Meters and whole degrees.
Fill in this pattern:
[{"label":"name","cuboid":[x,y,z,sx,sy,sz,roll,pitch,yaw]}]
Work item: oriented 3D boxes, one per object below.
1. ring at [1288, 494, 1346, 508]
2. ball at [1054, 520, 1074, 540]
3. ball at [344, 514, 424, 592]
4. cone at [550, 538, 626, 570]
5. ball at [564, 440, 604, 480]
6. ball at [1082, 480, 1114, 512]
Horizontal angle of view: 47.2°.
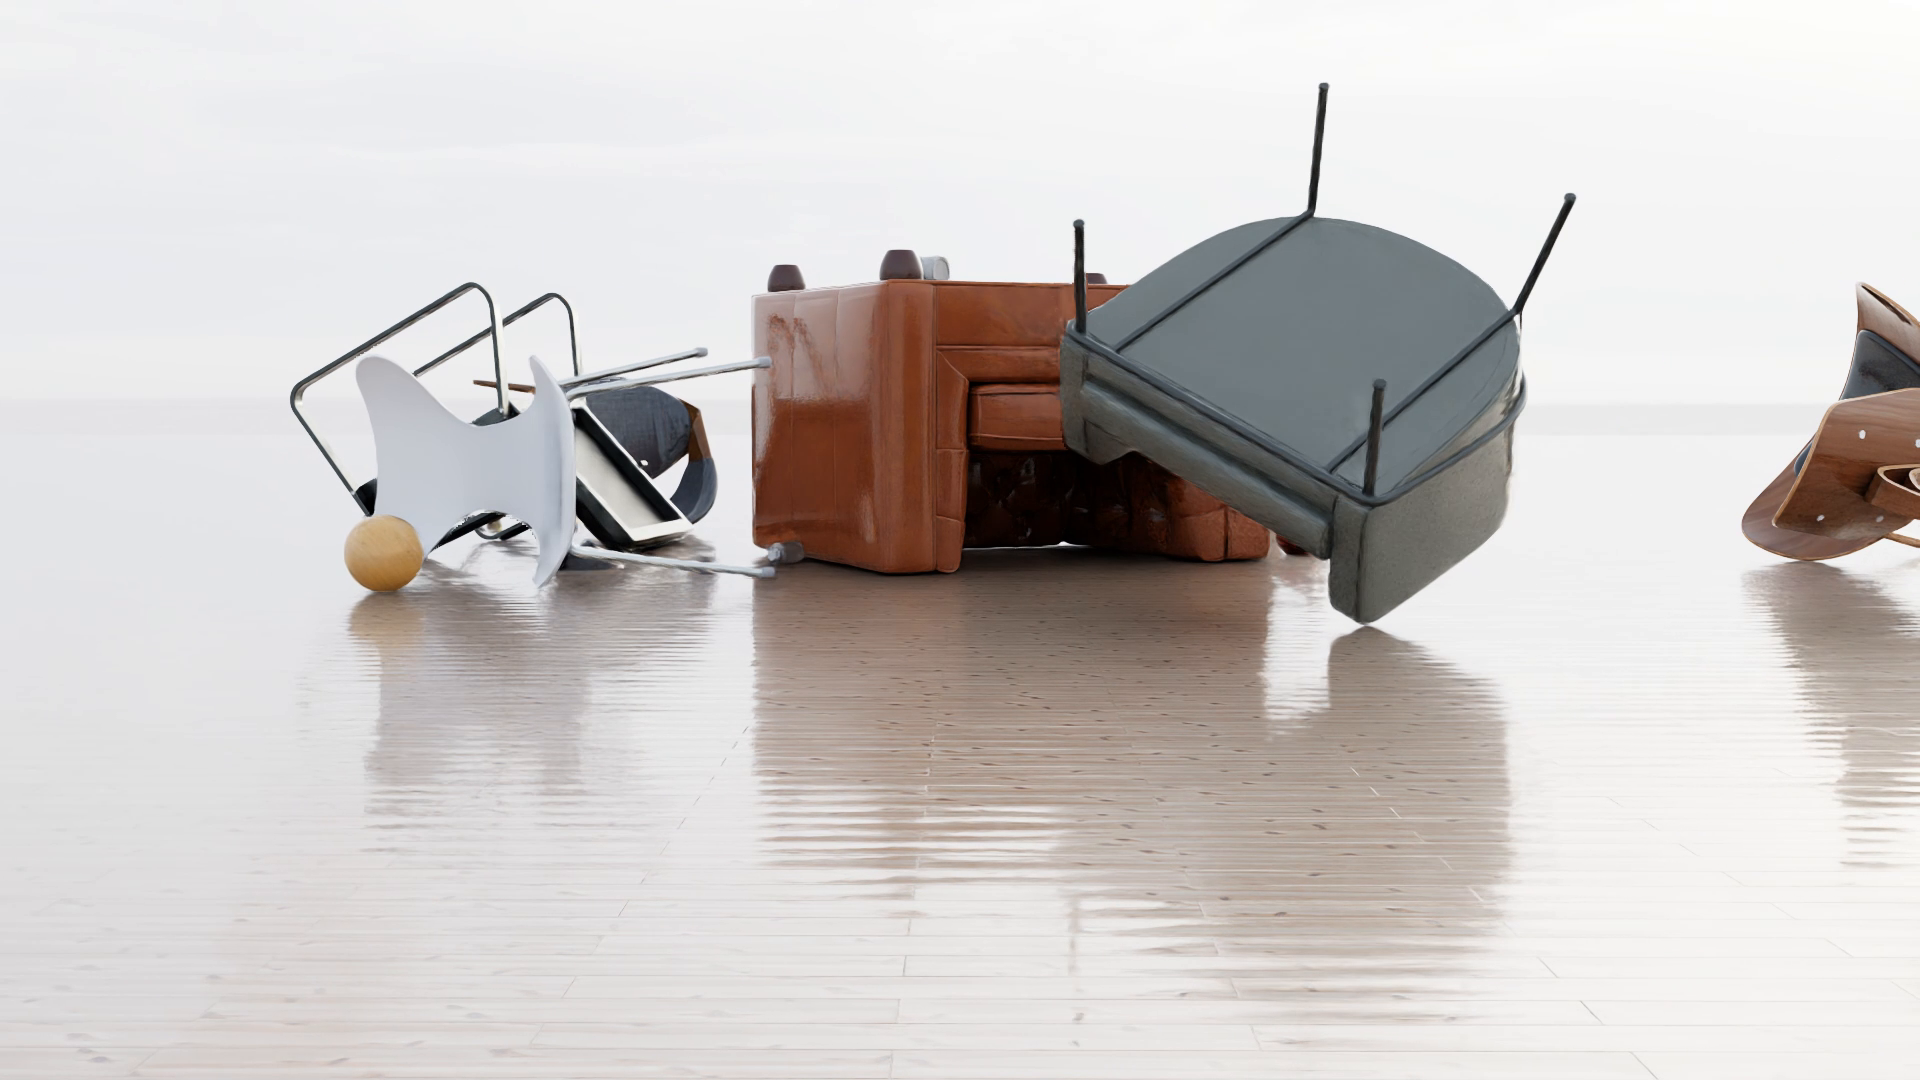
[{"label":"ring","cuboid":[1.366,-0.151,8.399,0.259,0.048,0.142,-3,6,-30]},{"label":"ball","cuboid":[0.311,-0.031,6.560,0.060,0.060,0.060,0,4,0]},{"label":"ball","cuboid":[-1.281,0.028,4.884,0.172,0.172,0.172,0,4,0]},{"label":"cone","cuboid":[-0.940,0.032,5.542,0.190,0.074,0.194,3,5,34]},{"label":"ball","cuboid":[-1.879,-0.402,10.967,0.197,0.197,0.197,0,4,0]},{"label":"ball","cuboid":[0.504,-0.158,8.000,0.115,0.115,0.115,0,4,0]}]
